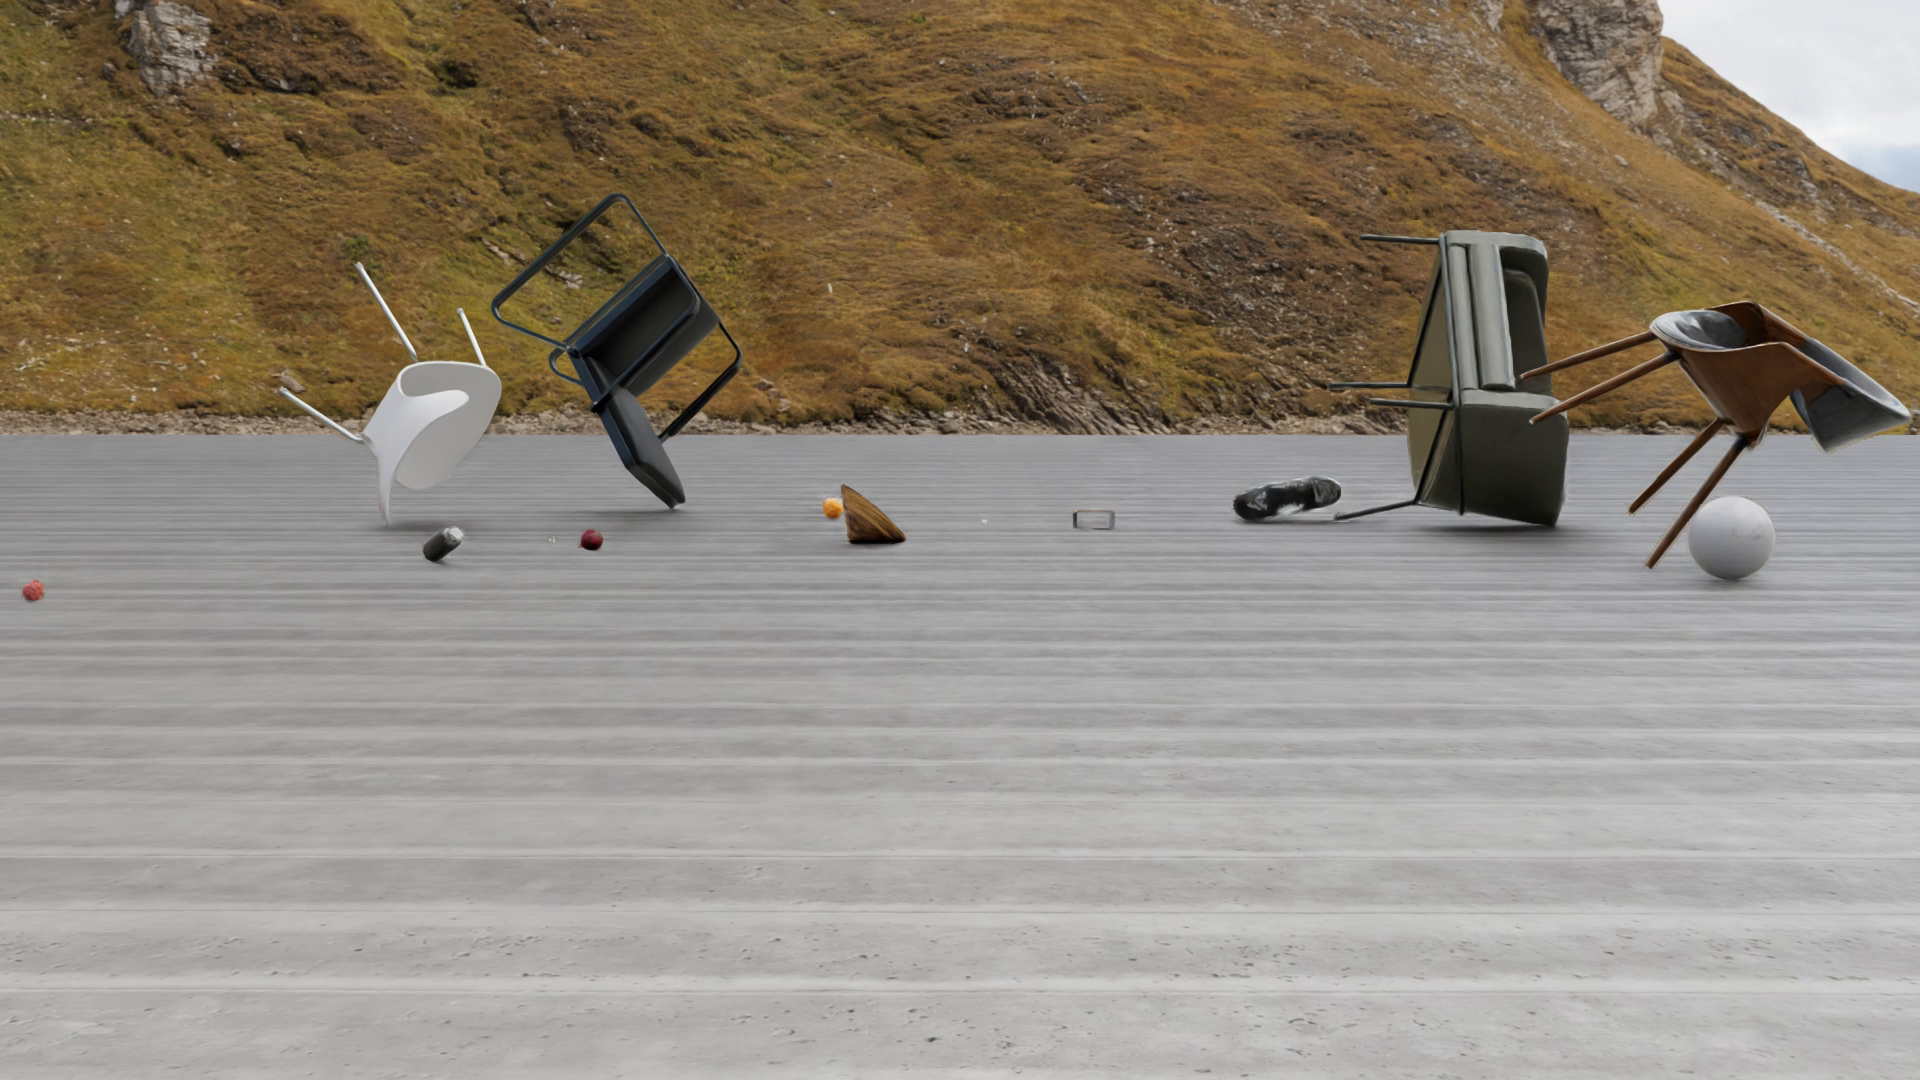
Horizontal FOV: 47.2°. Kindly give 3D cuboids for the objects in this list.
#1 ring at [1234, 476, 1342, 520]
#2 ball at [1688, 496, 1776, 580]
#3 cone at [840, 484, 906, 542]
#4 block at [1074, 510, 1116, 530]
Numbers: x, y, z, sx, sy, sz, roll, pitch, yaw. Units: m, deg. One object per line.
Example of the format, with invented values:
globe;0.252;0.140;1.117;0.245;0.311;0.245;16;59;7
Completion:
ring;1.115;-0.143;7.493;0.383;0.109;0.317;-9;-3;-21
ball;1.814;-0.004;5.172;0.197;0.197;0.197;0;4;0
cone;-0.289;-0.036;6.436;0.261;0.115;0.223;44;-11;-27
block;0.435;-0.065;7.107;0.118;0.053;0.115;1;4;14
